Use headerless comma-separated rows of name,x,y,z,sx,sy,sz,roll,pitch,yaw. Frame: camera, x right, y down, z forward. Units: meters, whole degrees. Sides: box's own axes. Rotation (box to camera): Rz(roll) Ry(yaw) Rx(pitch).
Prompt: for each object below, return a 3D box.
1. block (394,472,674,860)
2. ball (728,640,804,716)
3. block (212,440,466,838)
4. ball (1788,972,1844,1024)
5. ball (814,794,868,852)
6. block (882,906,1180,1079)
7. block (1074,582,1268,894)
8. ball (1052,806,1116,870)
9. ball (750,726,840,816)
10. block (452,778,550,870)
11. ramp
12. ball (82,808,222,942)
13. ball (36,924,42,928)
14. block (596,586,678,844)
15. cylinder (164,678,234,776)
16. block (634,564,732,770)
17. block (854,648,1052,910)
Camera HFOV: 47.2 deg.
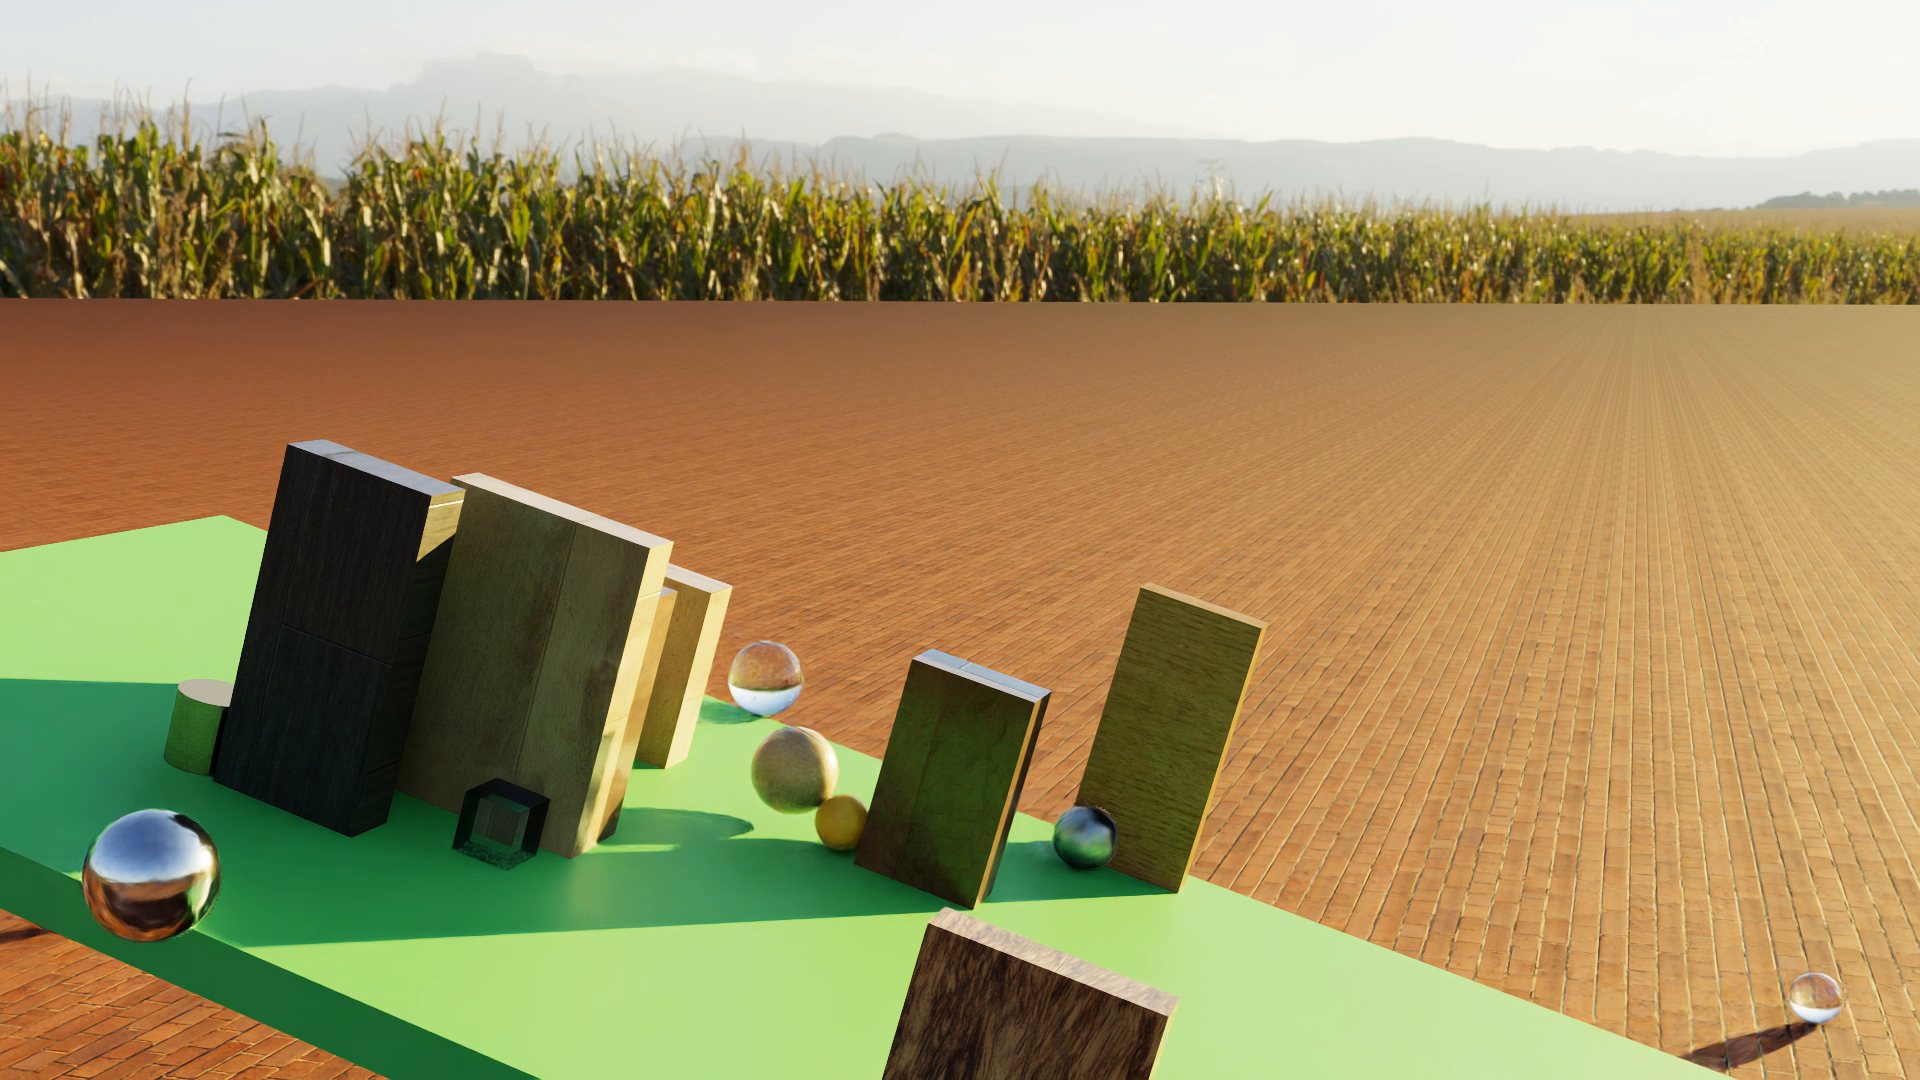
block,-0.822,0.234,4.146,0.420,0.617,0.101,19,12,14
ball,-0.466,0.332,5.274,0.181,0.181,0.181,0,7,0
block,-1.119,0.175,3.954,0.297,0.645,0.115,19,12,14
ball,2.117,1.133,5.441,0.127,0.127,0.127,0,7,0
ball,-0.241,0.583,4.542,0.117,0.117,0.117,0,7,0
block,0.081,0.798,3.214,0.371,0.408,0.085,19,12,14
block,0.451,0.439,4.884,0.280,0.629,0.084,19,12,14
ball,0.274,0.656,4.847,0.140,0.140,0.140,0,7,0
ball,-0.345,0.481,4.585,0.185,0.185,0.185,0,7,0
block,-0.840,0.520,4.030,0.114,0.114,0.114,19,12,14
ramp,-0.373,0.724,4.237,4.000,0.100,2.000,19,12,14
ball,-1.238,0.513,3.370,0.202,0.202,0.202,0,7,0
ball,-2.555,1.002,6.226,0.200,0.200,0.200,0,7,0
block,-0.753,0.295,4.234,0.290,0.505,0.092,19,12,14
cylinder,-1.385,0.346,4.060,0.138,0.138,0.138,15,11,-3
block,-0.760,0.229,4.796,0.429,0.404,0.114,19,12,14
block,-0.016,0.484,4.478,0.266,0.451,0.129,19,12,14
